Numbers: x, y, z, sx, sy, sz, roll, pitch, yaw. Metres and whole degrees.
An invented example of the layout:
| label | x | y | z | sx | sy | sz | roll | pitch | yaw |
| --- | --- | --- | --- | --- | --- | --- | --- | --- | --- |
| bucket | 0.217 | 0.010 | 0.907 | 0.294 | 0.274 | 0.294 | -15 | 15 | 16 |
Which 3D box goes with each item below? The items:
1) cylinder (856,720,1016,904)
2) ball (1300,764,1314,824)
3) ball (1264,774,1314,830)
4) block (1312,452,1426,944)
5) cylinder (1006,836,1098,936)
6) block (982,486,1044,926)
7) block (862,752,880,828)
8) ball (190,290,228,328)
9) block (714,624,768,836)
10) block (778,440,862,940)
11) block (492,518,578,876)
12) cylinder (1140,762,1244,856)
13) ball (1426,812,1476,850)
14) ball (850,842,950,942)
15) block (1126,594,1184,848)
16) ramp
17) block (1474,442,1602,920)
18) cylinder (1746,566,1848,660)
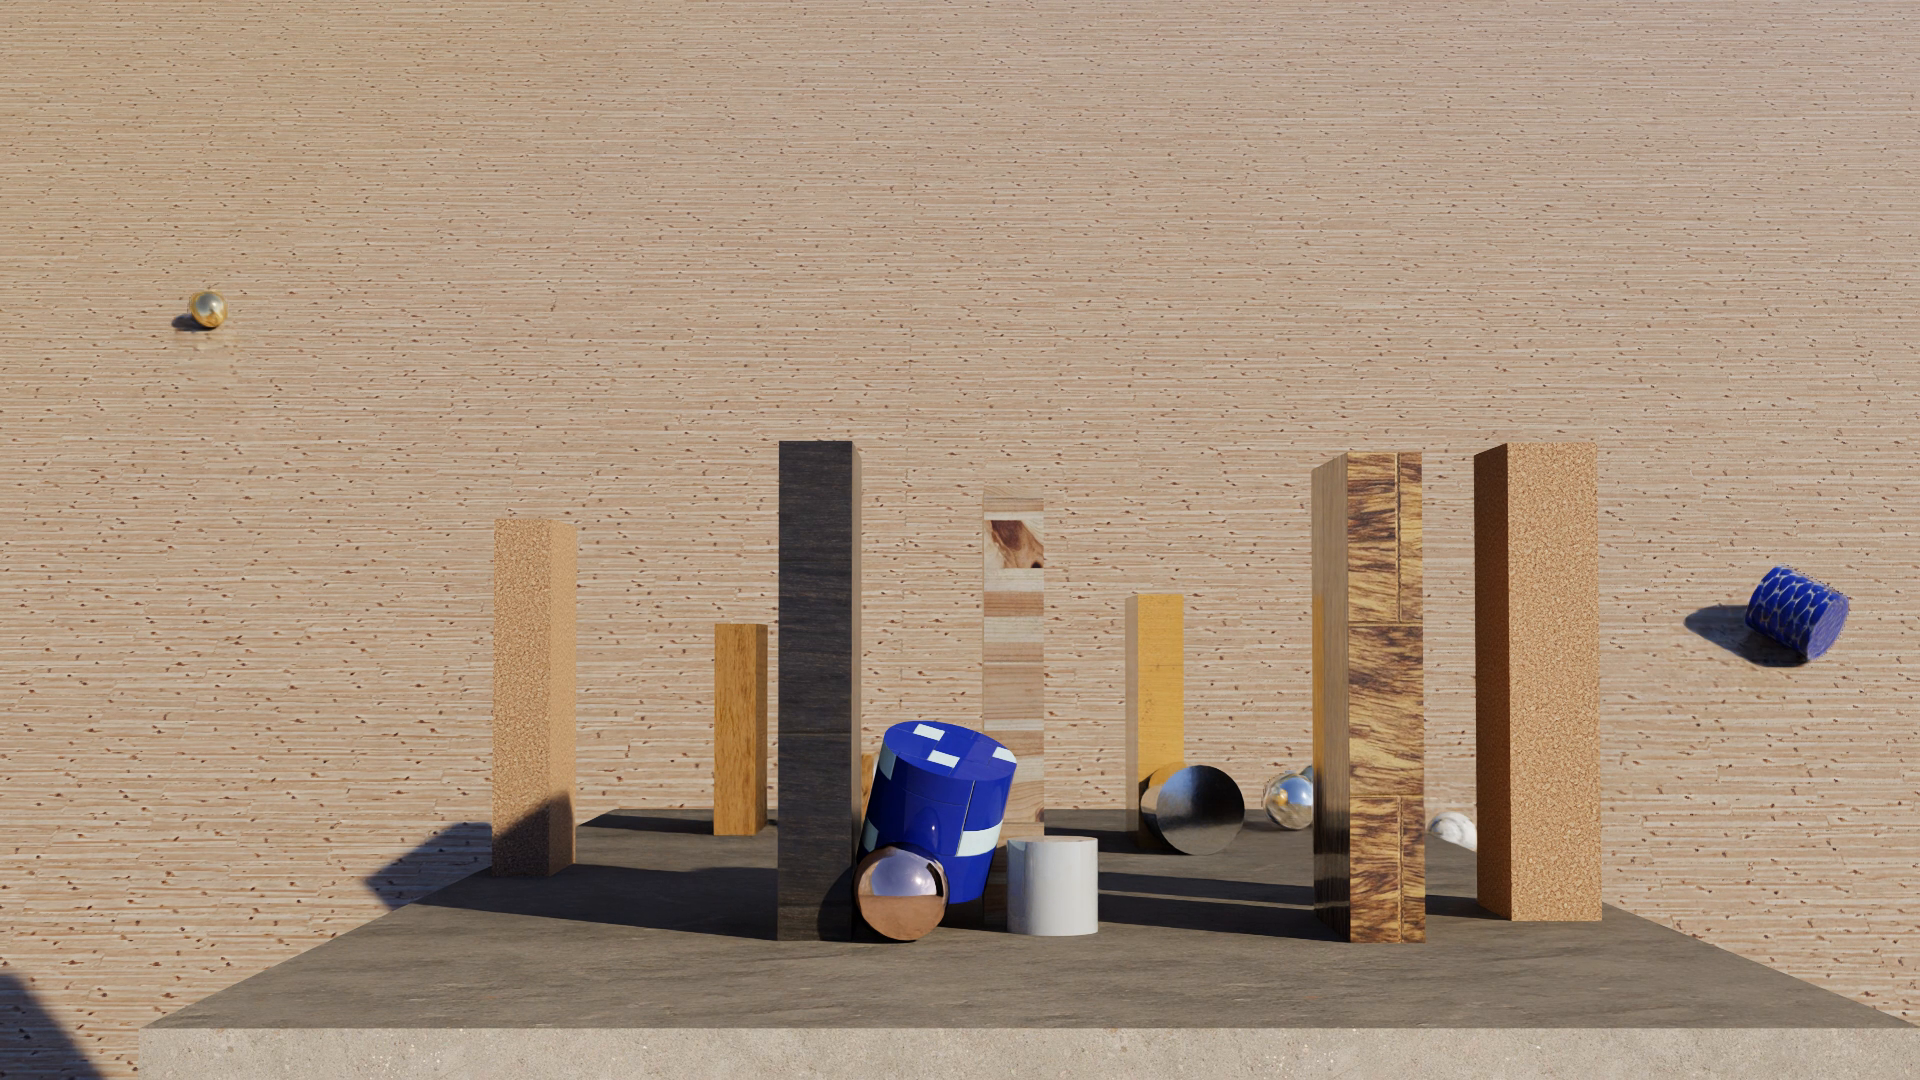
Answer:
| label | x | y | z | sx | sy | sz | roll | pitch | yaw |
| --- | --- | --- | --- | --- | --- | --- | --- | --- | --- |
| cylinder | -0.036 | 0.409 | 3.923 | 0.204 | 0.204 | 0.204 | 12 | 18 | -4 |
| ball | 0.877 | 0.609 | 6.241 | 0.155 | 0.155 | 0.155 | 0 | 37 | 0 |
| ball | 0.780 | 0.615 | 6.106 | 0.132 | 0.132 | 0.132 | 0 | 37 | 0 |
| block | 0.618 | 0.235 | 3.968 | 0.108 | 0.711 | 0.392 | 0 | -2 | 0 |
| cylinder | 0.139 | 0.520 | 3.924 | 0.138 | 0.138 | 0.138 | 0 | -2 | 0 |
| block | 0.083 | 0.263 | 4.206 | 0.092 | 0.677 | 0.406 | 0 | -2 | 0 |
| block | -0.223 | 0.598 | 6.198 | 0.174 | 0.174 | 0.174 | -2 | -3 | 35 |
| ball | -2.589 | -0.796 | 8.967 | 0.126 | 0.126 | 0.126 | 0 | 37 | 0 |
| block | -0.515 | 0.440 | 6.132 | 0.095 | 0.483 | 0.365 | 0 | -2 | 0 |
| block | -0.212 | 0.227 | 3.987 | 0.108 | 0.730 | 0.375 | 0 | -2 | 0 |
| block | -0.821 | 0.301 | 5.033 | 0.107 | 0.669 | 0.327 | 0 | -2 | 0 |
| cylinder | 0.486 | 0.560 | 5.449 | 0.186 | 0.186 | 0.186 | -4 | -2 | -6 |
| ball | 1.216 | 0.738 | 6.438 | 0.130 | 0.130 | 0.130 | 0 | 37 | 0 |
| ball | -0.087 | 0.511 | 3.777 | 0.145 | 0.145 | 0.145 | 0 | 37 | 0 |
| block | 0.429 | 0.396 | 5.766 | 0.097 | 0.541 | 0.435 | 0 | -2 | 0 |
| ramp | 0.081 | 0.681 | 4.908 | 2.000 | 0.100 | 4.000 | 0 | -2 | 0 |
| block | 0.933 | 0.226 | 4.215 | 0.141 | 0.749 | 0.271 | 0 | -2 | 0 |
| cylinder | 2.425 | 0.211 | 7.541 | 0.204 | 0.204 | 0.204 | -29 | 46 | -33 |
